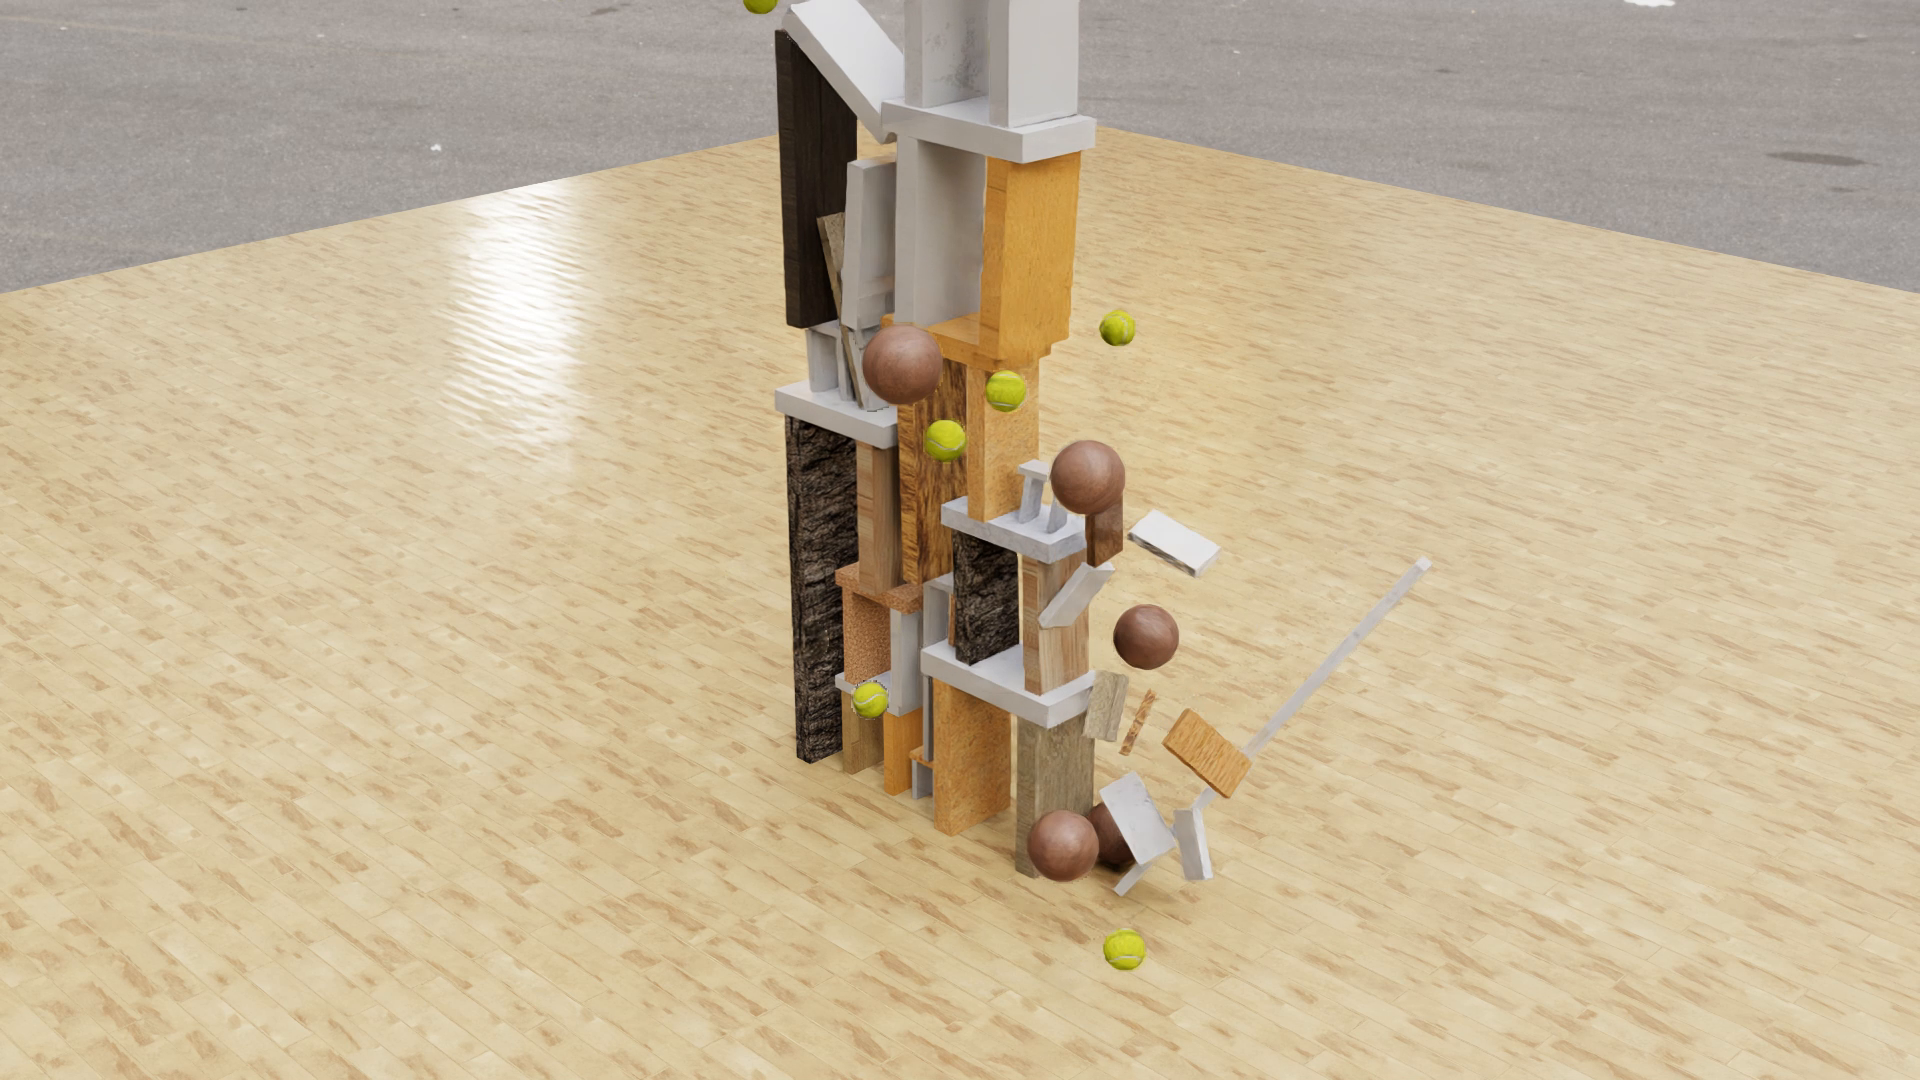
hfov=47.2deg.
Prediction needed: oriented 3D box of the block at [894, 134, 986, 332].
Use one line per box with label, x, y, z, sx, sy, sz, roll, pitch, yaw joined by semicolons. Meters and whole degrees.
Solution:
block;-0.036;-0.575;4.009;0.050;0.355;0.178;24;32;39

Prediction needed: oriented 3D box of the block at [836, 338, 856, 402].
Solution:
block;-0.209;-0.340;4.306;0.018;0.125;0.063;14;26;43

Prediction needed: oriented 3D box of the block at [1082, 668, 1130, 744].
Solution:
block;0.272;0.309;4.095;0.063;0.127;0.018;12;0;8

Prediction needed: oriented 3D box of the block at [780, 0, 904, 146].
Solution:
block;-0.173;-0.868;4.043;0.158;0.045;0.315;-25;70;-41

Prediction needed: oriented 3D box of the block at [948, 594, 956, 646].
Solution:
block;0.005;0.149;4.279;0.055;0.111;0.016;-22;36;-40

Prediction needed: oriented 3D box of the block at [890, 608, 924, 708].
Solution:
block;-0.090;0.221;4.415;0.030;0.211;0.106;21;31;41

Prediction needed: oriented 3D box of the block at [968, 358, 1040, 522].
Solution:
block;0.080;-0.194;4.052;0.042;0.295;0.148;20;30;40

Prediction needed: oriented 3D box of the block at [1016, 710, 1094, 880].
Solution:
block;0.184;0.467;4.227;0.048;0.338;0.169;21;31;41

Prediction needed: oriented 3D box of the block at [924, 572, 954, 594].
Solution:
block;-0.020;0.081;4.277;0.055;0.016;0.111;-21;29;-40

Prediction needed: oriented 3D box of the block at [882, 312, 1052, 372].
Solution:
block;0.010;-0.377;4.054;0.148;0.042;0.295;-21;30;-40

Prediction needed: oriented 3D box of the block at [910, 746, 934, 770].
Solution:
block;-0.056;0.444;4.466;0.045;0.013;0.091;-21;31;-41

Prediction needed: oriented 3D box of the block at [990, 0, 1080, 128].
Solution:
block;0.126;-0.872;3.699;0.164;0.328;0.047;-20;30;-38

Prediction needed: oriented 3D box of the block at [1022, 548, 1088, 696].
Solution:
block;0.178;0.140;4.094;0.136;0.273;0.039;-21;29;-41

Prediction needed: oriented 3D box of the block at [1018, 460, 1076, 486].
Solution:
block;0.157;-0.123;3.997;0.096;0.014;0.048;18;29;37

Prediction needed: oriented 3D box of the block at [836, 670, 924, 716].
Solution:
block;-0.157;0.305;4.520;0.190;0.027;0.095;21;31;41

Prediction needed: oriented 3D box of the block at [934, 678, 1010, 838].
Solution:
block;0.025;0.405;4.374;0.048;0.337;0.169;21;31;41

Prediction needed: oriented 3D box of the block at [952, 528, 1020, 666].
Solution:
block;0.051;0.090;4.212;0.136;0.273;0.039;-21;29;-40

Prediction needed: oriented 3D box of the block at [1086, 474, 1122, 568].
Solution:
block;0.255;-0.034;3.895;0.022;0.152;0.076;23;39;37

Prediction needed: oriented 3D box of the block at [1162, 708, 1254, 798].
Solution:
block;0.440;0.380;3.913;0.079;0.158;0.022;-53;14;-17

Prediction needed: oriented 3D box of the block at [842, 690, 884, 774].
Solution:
block;-0.202;0.388;4.604;0.095;0.190;0.027;-21;31;-41

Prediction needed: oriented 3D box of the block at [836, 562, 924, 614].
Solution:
block;-0.140;0.090;4.414;0.211;0.030;0.106;21;31;41

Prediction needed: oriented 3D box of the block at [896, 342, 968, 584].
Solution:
block;-0.048;-0.161;4.216;0.148;0.480;0.042;-21;29;-40

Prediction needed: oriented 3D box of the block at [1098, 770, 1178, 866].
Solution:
block;0.329;0.514;4.060;0.079;0.157;0.022;-30;-16;5

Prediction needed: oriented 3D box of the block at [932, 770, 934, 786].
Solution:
block;-0.034;0.500;4.466;0.013;0.091;0.045;21;31;41

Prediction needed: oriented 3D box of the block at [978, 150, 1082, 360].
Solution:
block;0.122;-0.508;3.854;0.178;0.356;0.050;-20;34;-39

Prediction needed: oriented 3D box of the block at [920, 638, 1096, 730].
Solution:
block;0.103;0.259;4.225;0.169;0.048;0.338;-21;31;-41

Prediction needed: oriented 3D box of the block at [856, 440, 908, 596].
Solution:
block;-0.128;-0.063;4.333;0.045;0.315;0.158;21;31;41

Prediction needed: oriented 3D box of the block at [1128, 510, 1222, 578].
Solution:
block;0.386;0.006;3.962;0.152;0.022;0.076;31;52;28

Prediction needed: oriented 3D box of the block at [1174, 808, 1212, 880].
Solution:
block;0.419;0.547;3.957;0.018;0.127;0.063;-7;-5;-29

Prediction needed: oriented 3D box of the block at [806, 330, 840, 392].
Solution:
block;-0.272;-0.360;4.353;0.063;0.125;0.018;-21;26;-40

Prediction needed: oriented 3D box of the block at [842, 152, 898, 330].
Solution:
block;-0.142;-0.563;4.127;0.157;0.315;0.045;-20;35;-39

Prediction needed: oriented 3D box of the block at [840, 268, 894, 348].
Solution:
block;-0.176;-0.450;4.225;0.078;0.157;0.022;-12;-2;-39

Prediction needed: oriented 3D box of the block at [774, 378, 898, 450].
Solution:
block;-0.202;-0.258;4.332;0.315;0.045;0.158;21;31;40

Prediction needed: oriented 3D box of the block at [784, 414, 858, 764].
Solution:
block;-0.276;0.090;4.559;0.158;0.773;0.045;-21;31;-41

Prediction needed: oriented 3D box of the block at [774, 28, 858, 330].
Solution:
block;-0.269;-0.697;4.216;0.158;0.567;0.045;-21;30;-40

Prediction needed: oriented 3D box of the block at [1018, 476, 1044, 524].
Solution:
block;0.132;-0.081;4.040;0.014;0.096;0.048;25;33;28

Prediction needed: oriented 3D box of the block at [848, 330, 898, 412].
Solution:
block;-0.165;-0.335;4.256;0.078;0.157;0.022;-20;14;-40

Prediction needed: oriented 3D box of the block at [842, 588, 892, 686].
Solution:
block;-0.189;0.182;4.507;0.106;0.212;0.030;-21;31;-41

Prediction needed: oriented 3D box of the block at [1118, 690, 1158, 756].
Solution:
block;0.329;0.336;4.047;0.018;0.127;0.063;25;2;8

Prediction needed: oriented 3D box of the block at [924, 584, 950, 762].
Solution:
block;-0.048;0.259;4.383;0.055;0.392;0.016;-21;31;-40

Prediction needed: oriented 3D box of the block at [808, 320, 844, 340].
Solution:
block;-0.249;-0.422;4.314;0.063;0.018;0.125;-21;30;-41

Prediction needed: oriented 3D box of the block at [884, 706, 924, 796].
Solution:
block;-0.112;0.423;4.521;0.095;0.190;0.027;-21;31;-41

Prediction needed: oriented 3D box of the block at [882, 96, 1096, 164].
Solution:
block;0.047;-0.728;3.848;0.178;0.050;0.356;-20;30;-39

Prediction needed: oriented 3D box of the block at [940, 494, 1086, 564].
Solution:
block;0.109;-0.030;4.094;0.273;0.039;0.136;21;31;40

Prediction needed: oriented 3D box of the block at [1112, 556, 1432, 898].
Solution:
block;0.562;0.350;4.021;0.022;0.854;0.079;43;21;9

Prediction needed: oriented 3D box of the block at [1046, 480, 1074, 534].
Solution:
block;0.183;-0.063;3.998;0.014;0.096;0.048;24;32;24

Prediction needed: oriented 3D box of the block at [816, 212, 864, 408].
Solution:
block;-0.201;-0.448;4.258;0.078;0.372;0.022;-21;13;-40

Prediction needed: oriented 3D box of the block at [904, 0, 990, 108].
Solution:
block;-0.022;-0.935;3.850;0.164;0.329;0.047;-21;31;-40

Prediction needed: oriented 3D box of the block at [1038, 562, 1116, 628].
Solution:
block;0.212;0.100;4.012;0.076;0.152;0.022;-1;47;-47

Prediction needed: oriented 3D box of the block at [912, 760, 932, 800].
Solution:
block;-0.077;0.483;4.506;0.045;0.091;0.013;-21;31;-41
